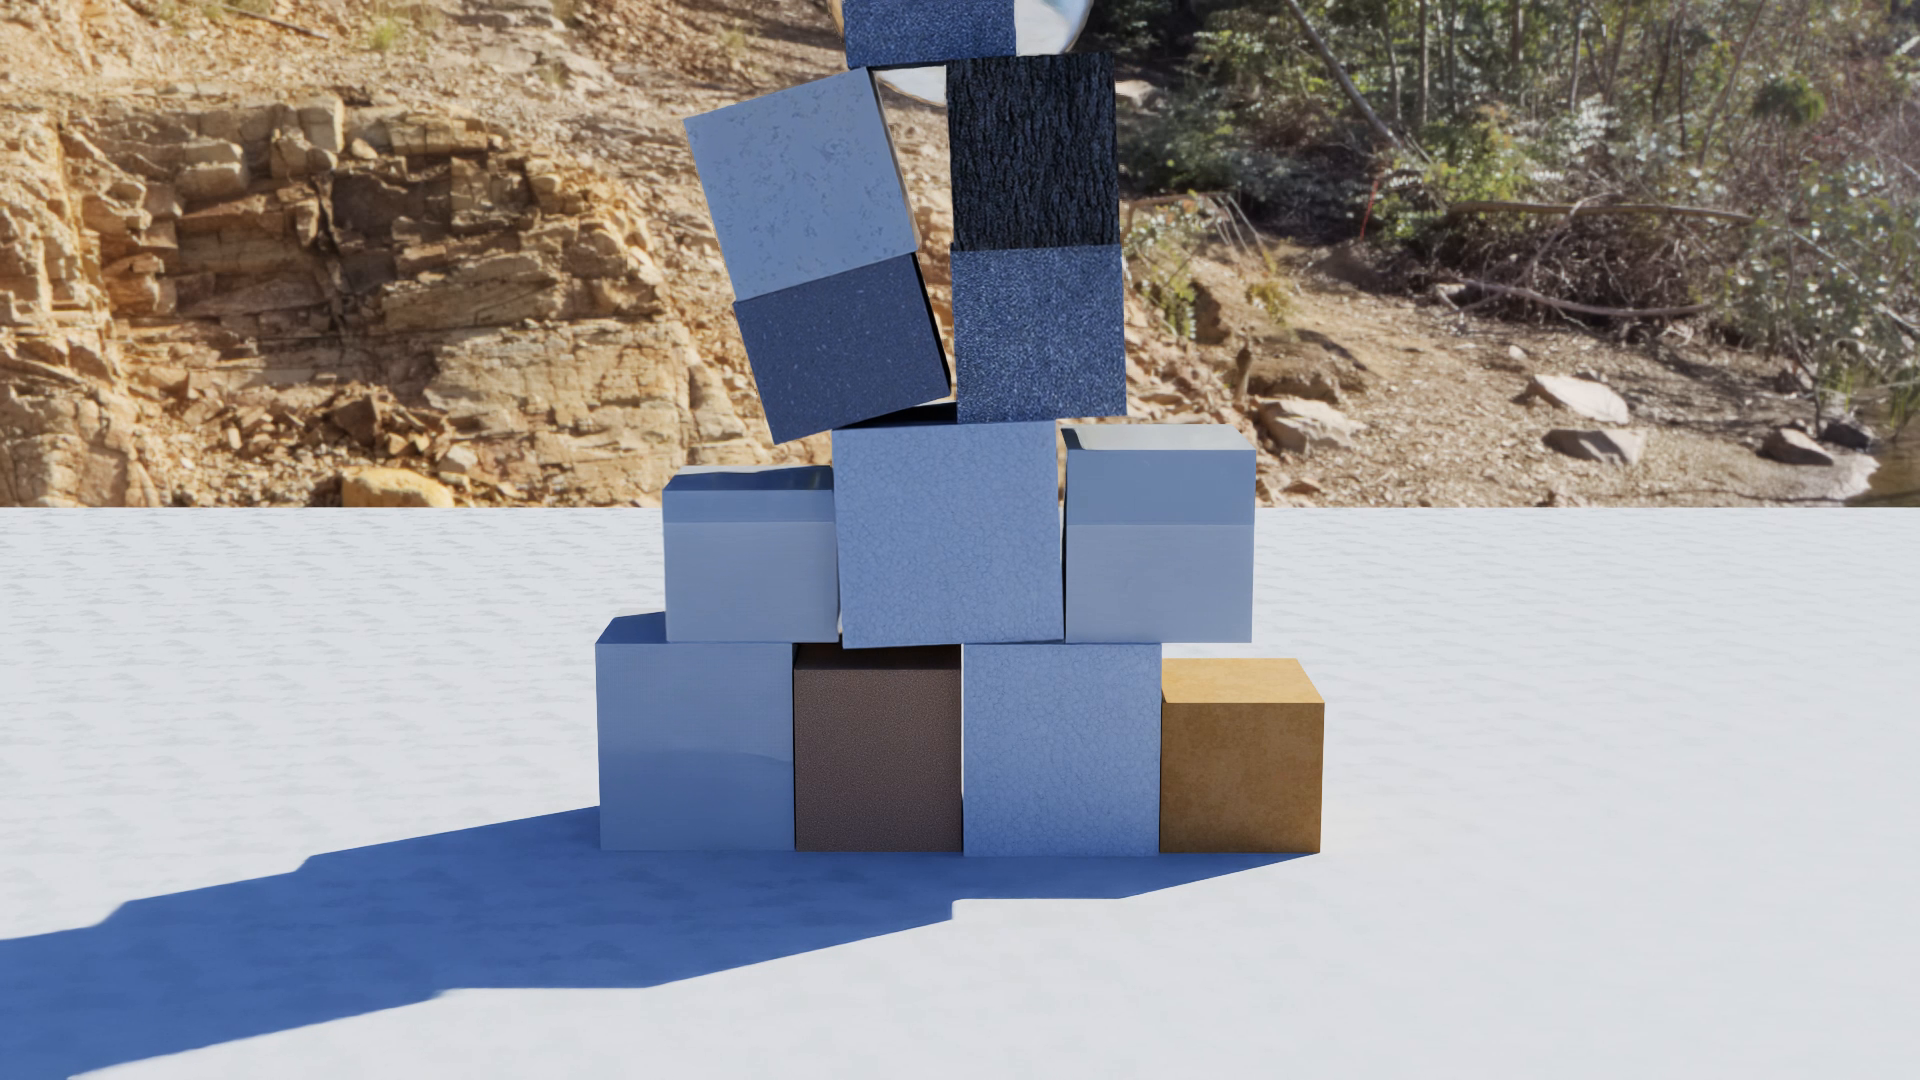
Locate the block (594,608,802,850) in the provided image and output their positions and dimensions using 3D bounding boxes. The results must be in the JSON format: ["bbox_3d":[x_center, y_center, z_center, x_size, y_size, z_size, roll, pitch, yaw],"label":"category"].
[{"bbox_3d":[-1.313,0.957,11.336,0.970,1.061,0.846,0,10,0],"label":"block"}]

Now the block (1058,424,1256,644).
[{"bbox_3d":[0.974,-0.051,11.160,0.911,0.955,0.964,0,10,0],"label":"block"}]

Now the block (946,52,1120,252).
[{"bbox_3d":[0.346,-1.909,10.812,0.789,0.893,0.947,-3,10,0],"label":"block"}]

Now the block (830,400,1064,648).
[{"bbox_3d":[-0.056,-0.110,11.152,1.081,1.078,0.995,-3,10,0],"label":"block"}]

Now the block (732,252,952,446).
[{"bbox_3d":[-0.566,-0.992,10.980,0.885,0.711,0.890,-16,10,3],"label":"block"}]

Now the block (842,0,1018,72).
[{"bbox_3d":[-0.167,-2.789,10.670,0.802,0.940,0.803,-4,10,1],"label":"block"}]

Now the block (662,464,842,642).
[{"bbox_3d":[-1.028,0.058,11.183,0.848,0.761,0.813,0,11,0],"label":"block"}]

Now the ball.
[{"bbox_3d":[0.000,-3.307,12.687,1.600,1.600,1.600,0,10,0],"label":"ball"}]

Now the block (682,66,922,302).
[{"bbox_3d":[-0.752,-1.764,10.871,0.897,0.890,0.987,-16,10,3],"label":"block"}]

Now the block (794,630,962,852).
[{"bbox_3d":[-0.405,1.017,11.360,0.826,0.935,0.917,0,10,0],"label":"block"}]

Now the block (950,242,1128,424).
[{"bbox_3d":[0.380,-1.068,10.985,0.818,0.826,0.912,-3,10,0],"label":"block"}]

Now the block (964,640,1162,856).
[{"bbox_3d":[0.502,0.950,11.334,0.968,1.077,1.031,0,10,0],"label":"block"}]

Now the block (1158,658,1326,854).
[{"bbox_3d":[1.397,1.097,11.368,0.802,0.774,0.943,0,10,0],"label":"block"}]
